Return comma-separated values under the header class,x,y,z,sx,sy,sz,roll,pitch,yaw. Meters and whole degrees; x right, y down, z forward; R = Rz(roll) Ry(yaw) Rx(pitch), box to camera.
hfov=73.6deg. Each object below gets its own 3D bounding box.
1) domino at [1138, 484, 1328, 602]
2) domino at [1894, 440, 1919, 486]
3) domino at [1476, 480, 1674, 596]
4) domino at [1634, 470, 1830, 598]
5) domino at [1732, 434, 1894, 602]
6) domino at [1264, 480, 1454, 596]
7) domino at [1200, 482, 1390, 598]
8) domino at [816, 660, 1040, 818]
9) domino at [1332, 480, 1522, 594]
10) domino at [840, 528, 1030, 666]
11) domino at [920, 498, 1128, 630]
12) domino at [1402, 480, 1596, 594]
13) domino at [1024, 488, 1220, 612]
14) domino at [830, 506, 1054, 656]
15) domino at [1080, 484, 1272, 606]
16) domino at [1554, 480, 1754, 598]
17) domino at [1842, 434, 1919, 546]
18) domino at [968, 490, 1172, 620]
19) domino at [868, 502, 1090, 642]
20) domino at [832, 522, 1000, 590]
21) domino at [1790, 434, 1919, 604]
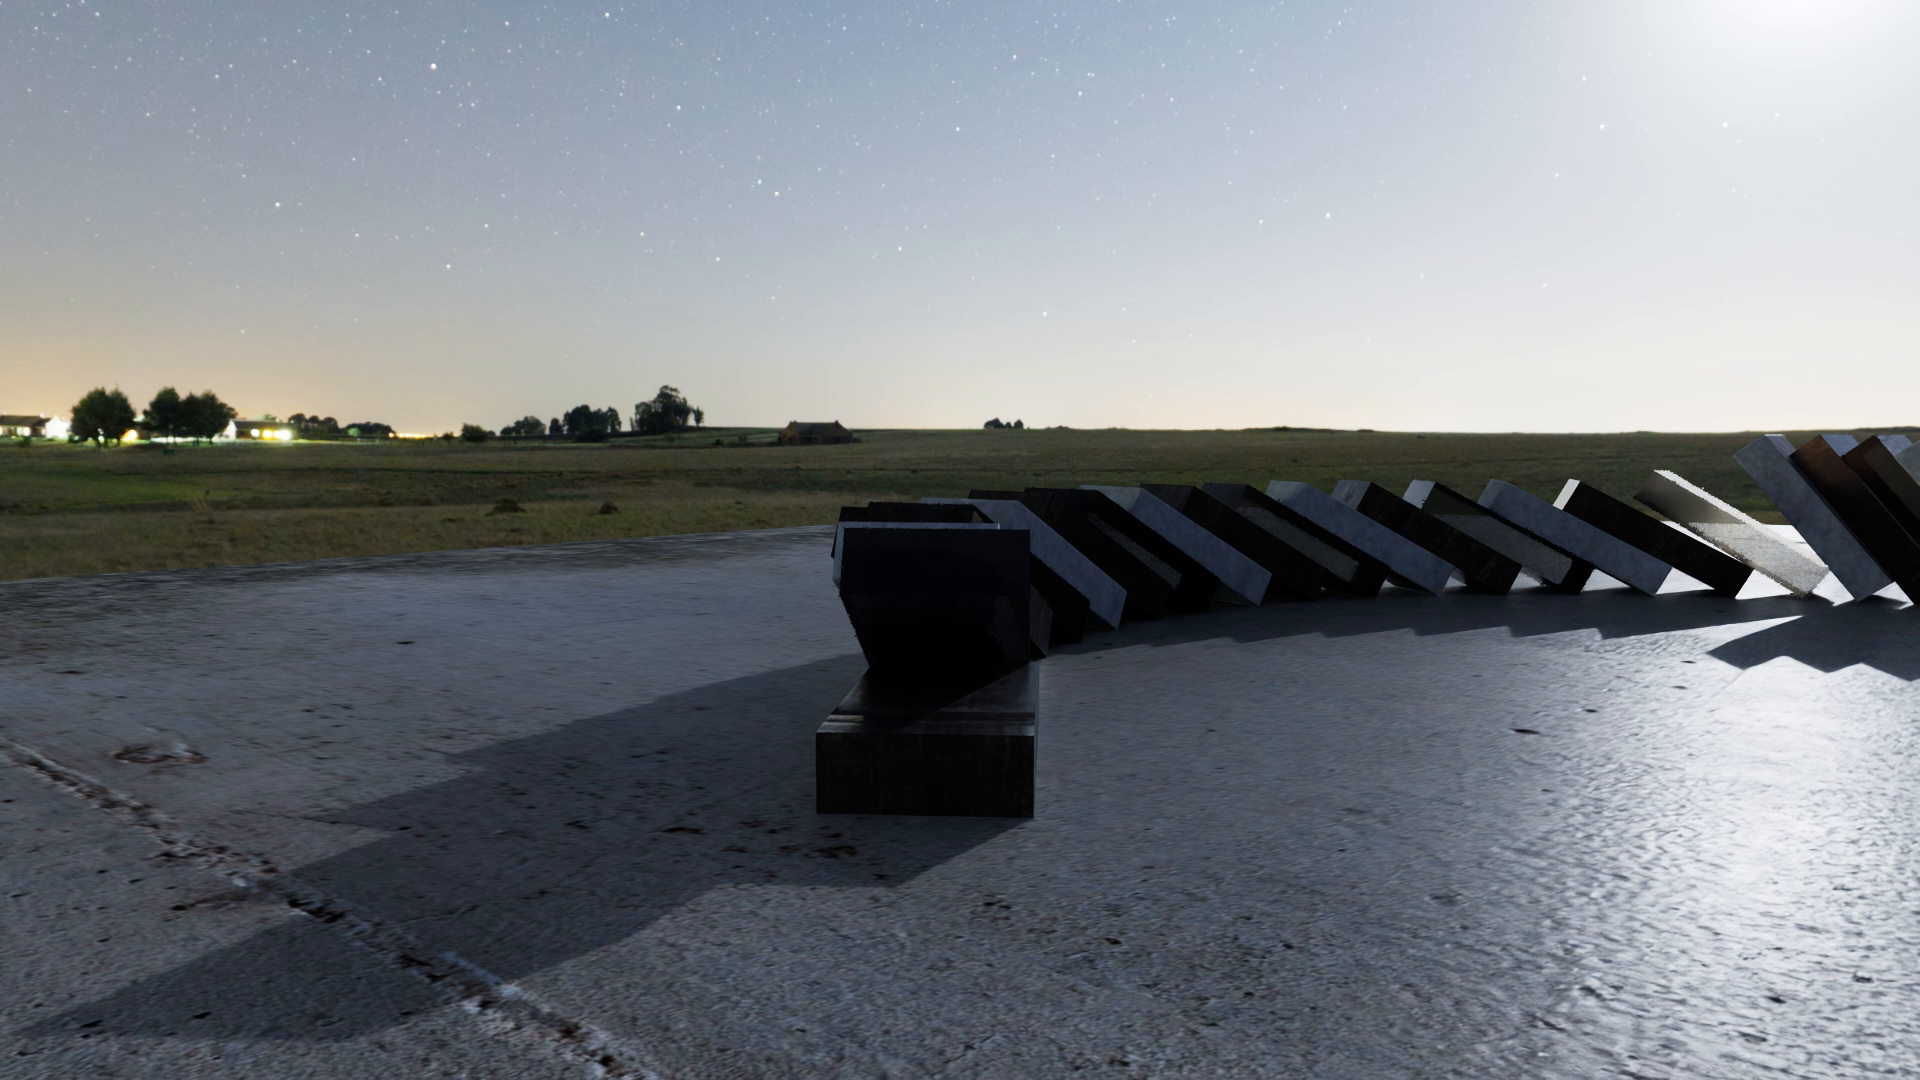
class,x,y,z,sx,sy,sz,roll,pitch,yaw
domino,0.073,0.001,0.348,0.050,0.010,0.025,29,-8,-24
domino,0.271,-0.005,0.336,0.025,0.050,0.010,-3,-33,-39
domino,0.177,-0.001,0.374,0.050,0.009,0.025,30,10,10
domino,0.222,-0.003,0.368,0.050,0.010,0.025,40,25,30
domino,0.241,-0.007,0.360,0.025,0.050,0.009,-5,-32,-47
domino,0.112,-0.001,0.367,0.050,0.009,0.025,28,0,-9
domino,0.092,0.000,0.358,0.050,0.009,0.025,28,-4,-16
domino,-0.002,0.025,0.172,0.025,0.010,0.050,0,4,4
domino,0.133,-0.001,0.371,0.050,0.009,0.025,28,2,-5
domino,-0.002,0.012,0.193,0.025,0.009,0.050,1,-22,3
domino,0.014,0.006,0.284,0.025,0.009,0.050,3,-22,37
domino,0.155,-0.001,0.374,0.050,0.009,0.025,28,6,3
domino,0.039,0.003,0.319,0.050,0.010,0.025,32,-17,-36
domino,-0.002,0.009,0.241,0.025,0.010,0.050,2,-23,22
domino,0.055,0.002,0.335,0.050,0.010,0.025,30,-12,-29
domino,0.199,-0.001,0.370,0.050,0.009,0.025,31,13,15
domino,0.264,-0.006,0.346,0.025,0.050,0.010,-3,-33,-39
domino,0.025,0.004,0.303,0.025,0.009,0.050,4,-22,45
domino,0.004,0.007,0.265,0.025,0.010,0.050,3,-22,35
domino,-0.003,0.011,0.218,0.025,0.009,0.050,1,-22,9
domino,0.255,-0.007,0.355,0.025,0.050,0.010,-3,-33,-39
